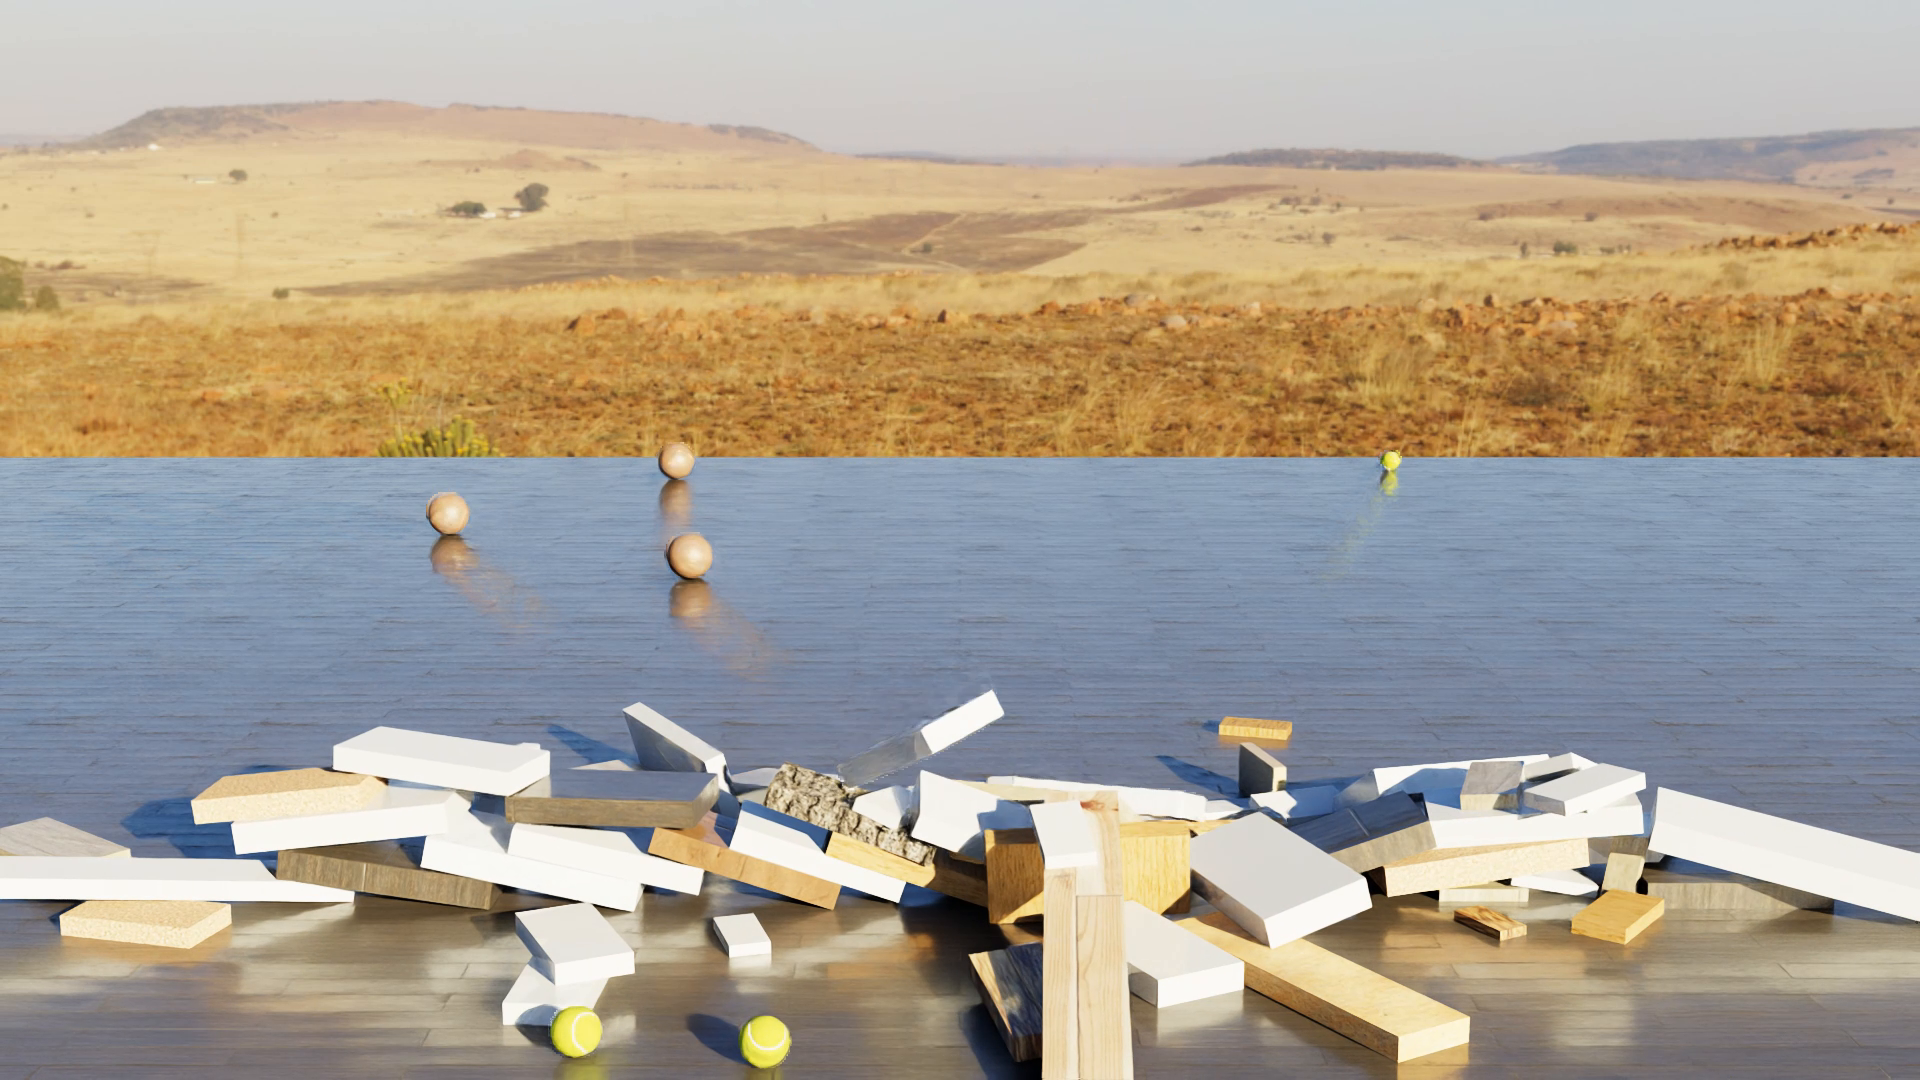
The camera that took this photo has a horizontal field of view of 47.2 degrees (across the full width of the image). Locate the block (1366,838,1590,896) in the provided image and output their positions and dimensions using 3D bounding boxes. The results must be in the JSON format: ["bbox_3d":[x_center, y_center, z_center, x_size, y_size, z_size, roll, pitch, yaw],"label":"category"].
[{"bbox_3d":[0.850,0.518,3.658,0.338,0.048,0.169,-8,10,-4],"label":"block"}]

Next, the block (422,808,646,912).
[{"bbox_3d":[-0.697,0.528,3.659,0.353,0.050,0.176,12,10,-1],"label":"block"}]

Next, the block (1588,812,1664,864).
[{"bbox_3d":[1.063,0.516,3.792,0.306,0.043,0.153,-7,6,30],"label":"block"}]

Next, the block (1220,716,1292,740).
[{"bbox_3d":[0.625,0.398,4.650,0.142,0.020,0.071,3,11,17],"label":"block"}]

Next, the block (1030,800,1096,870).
[{"bbox_3d":[0.158,0.454,3.391,0.079,0.022,0.158,-5,23,-5],"label":"block"}]

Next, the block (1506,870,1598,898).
[{"bbox_3d":[0.983,0.565,3.675,0.146,0.021,0.073,9,11,-4],"label":"block"}]

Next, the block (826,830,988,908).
[{"bbox_3d":[-0.076,0.526,3.650,0.290,0.041,0.145,19,10,-4],"label":"block"}]

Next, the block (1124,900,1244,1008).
[{"bbox_3d":[0.281,0.627,3.352,0.151,0.043,0.302,-6,12,-28],"label":"block"}]

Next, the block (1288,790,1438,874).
[{"bbox_3d":[0.604,0.516,3.655,0.338,0.048,0.169,-19,11,0],"label":"block"}]

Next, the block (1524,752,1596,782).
[{"bbox_3d":[1.057,0.409,3.781,0.091,0.026,0.182,-23,-32,38],"label":"block"}]

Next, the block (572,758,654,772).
[{"bbox_3d":[-0.631,0.475,4.186,0.134,0.038,0.267,-7,13,-35],"label":"block"}]

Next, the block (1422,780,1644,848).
[{"bbox_3d":[0.952,0.453,3.675,0.338,0.048,0.169,-6,11,9],"label":"block"}]

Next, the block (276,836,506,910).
[{"bbox_3d":[-0.936,0.539,3.673,0.353,0.050,0.176,8,10,1],"label":"block"}]

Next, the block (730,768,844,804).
[{"bbox_3d":[-0.332,0.466,4.126,0.132,0.037,0.264,-8,5,-44],"label":"block"}]

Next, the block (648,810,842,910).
[{"bbox_3d":[-0.352,0.519,3.650,0.316,0.045,0.158,18,10,-5],"label":"block"}]

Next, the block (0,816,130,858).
[{"bbox_3d":[-1.577,0.543,3.811,0.282,0.040,0.141,9,14,39],"label":"block"}]

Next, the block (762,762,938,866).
[{"bbox_3d":[-0.171,0.451,3.635,0.290,0.041,0.145,20,10,2],"label":"block"}]

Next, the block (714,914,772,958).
[{"bbox_3d":[-0.343,0.620,3.455,0.065,0.018,0.131,-3,11,-17],"label":"block"}]

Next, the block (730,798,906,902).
[{"bbox_3d":[-0.233,0.514,3.651,0.290,0.041,0.145,19,10,-5],"label":"block"}]

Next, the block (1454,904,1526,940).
[{"bbox_3d":[0.847,0.611,3.514,0.054,0.015,0.108,-6,12,-28],"label":"block"}]

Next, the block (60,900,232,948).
[{"bbox_3d":[-1.296,0.604,3.502,0.230,0.033,0.115,3,11,15],"label":"block"}]

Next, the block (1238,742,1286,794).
[{"bbox_3d":[0.574,0.451,4.182,0.025,0.087,0.174,-3,11,-14],"label":"block"}]

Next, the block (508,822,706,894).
[{"bbox_3d":[-0.575,0.508,3.648,0.316,0.045,0.158,13,10,-2],"label":"block"}]

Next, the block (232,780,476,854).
[{"bbox_3d":[-1.006,0.454,3.663,0.353,0.050,0.176,-6,10,3],"label":"block"}]

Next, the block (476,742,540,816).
[{"bbox_3d":[-0.828,0.462,4.036,0.033,0.117,0.235,4,11,8],"label":"block"}]

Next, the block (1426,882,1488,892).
[{"bbox_3d":[0.796,0.559,3.662,0.146,0.021,0.073,-7,10,0],"label":"block"}]

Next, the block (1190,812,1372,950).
[{"bbox_3d":[0.485,0.536,3.497,0.177,0.050,0.354,-19,16,-16],"label":"block"}]

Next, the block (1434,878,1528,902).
[{"bbox_3d":[0.865,0.580,3.667,0.146,0.021,0.073,0,11,1],"label":"block"}]

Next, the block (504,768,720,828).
[{"bbox_3d":[-0.573,0.426,3.639,0.316,0.045,0.158,1,11,9],"label":"block"}]

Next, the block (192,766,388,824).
[{"bbox_3d":[-1.114,0.420,3.664,0.282,0.040,0.141,-6,10,4],"label":"block"}]

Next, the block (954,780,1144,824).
[{"bbox_3d":[0.146,0.466,3.761,0.301,0.043,0.151,3,-22,23],"label":"block"}]
